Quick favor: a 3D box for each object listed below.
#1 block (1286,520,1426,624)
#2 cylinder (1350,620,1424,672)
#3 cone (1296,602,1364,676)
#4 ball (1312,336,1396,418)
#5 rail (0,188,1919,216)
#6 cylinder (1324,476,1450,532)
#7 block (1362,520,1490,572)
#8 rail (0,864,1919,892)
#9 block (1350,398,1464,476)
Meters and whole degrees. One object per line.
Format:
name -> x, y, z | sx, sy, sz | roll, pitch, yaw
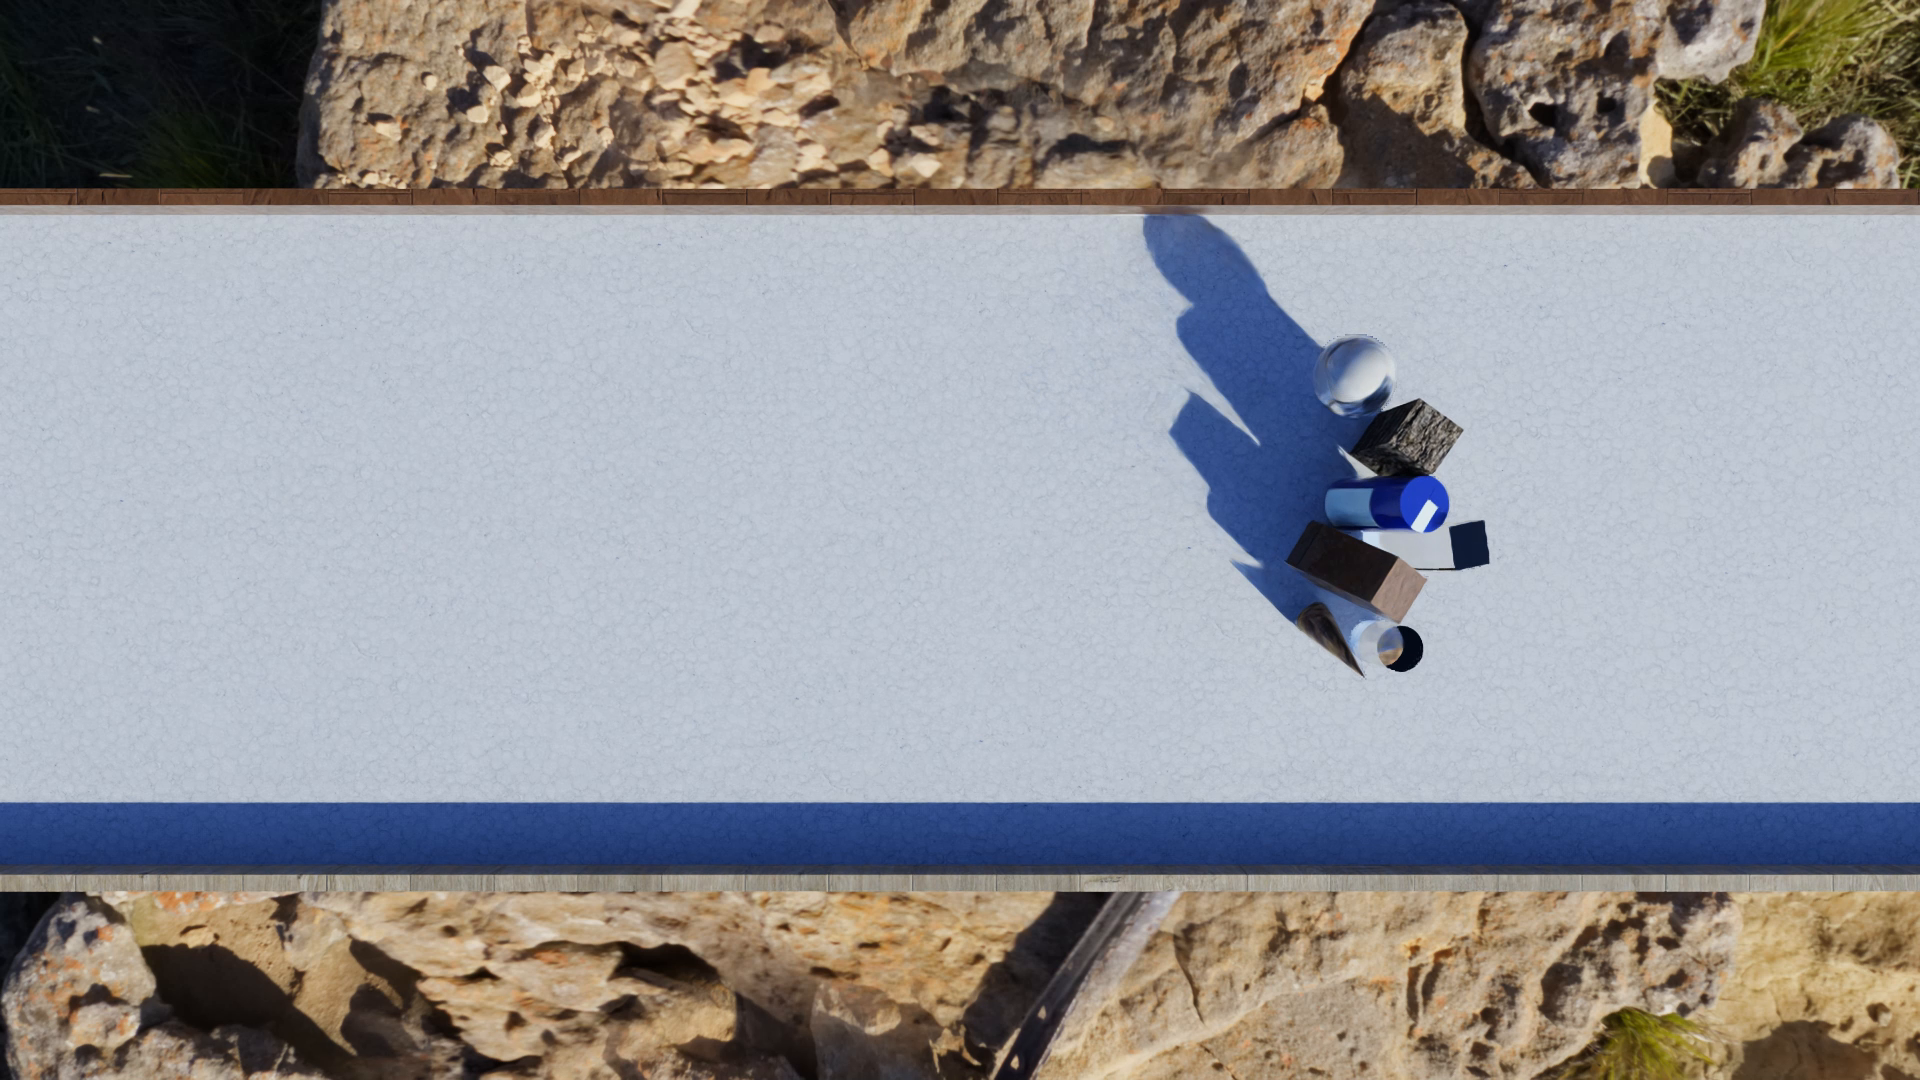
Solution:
block -> 1.167, 0.092, 4.881 | 0.154, 0.369, 0.154 | 33, 89, -36
cylinder -> 1.268, 0.313, 4.911 | 0.134, 0.330, 0.134 | 0, 90, 0
cone -> 1.131, 0.321, 4.925 | 0.111, 0.305, 0.111 | -12, 128, -16
ball -> 1.145, -0.474, 4.791 | 0.236, 0.236, 0.236 | 0, 90, 0
rail -> -2.247, -1.025, 5.002 | 12.000, 0.150, 0.050 | 0, 90, 0
cylinder -> 1.252, -0.106, 4.861 | 0.162, 0.399, 0.162 | 0, 91, -19
block -> 1.368, 0.020, 4.864 | 0.126, 0.403, 0.126 | -9, 92, -22
rail -> -2.247, 1.025, 5.001 | 12.000, 0.150, 0.050 | 0, 90, 0
block -> 1.306, -0.286, 4.853 | 0.154, 0.443, 0.154 | 35, 88, 0
